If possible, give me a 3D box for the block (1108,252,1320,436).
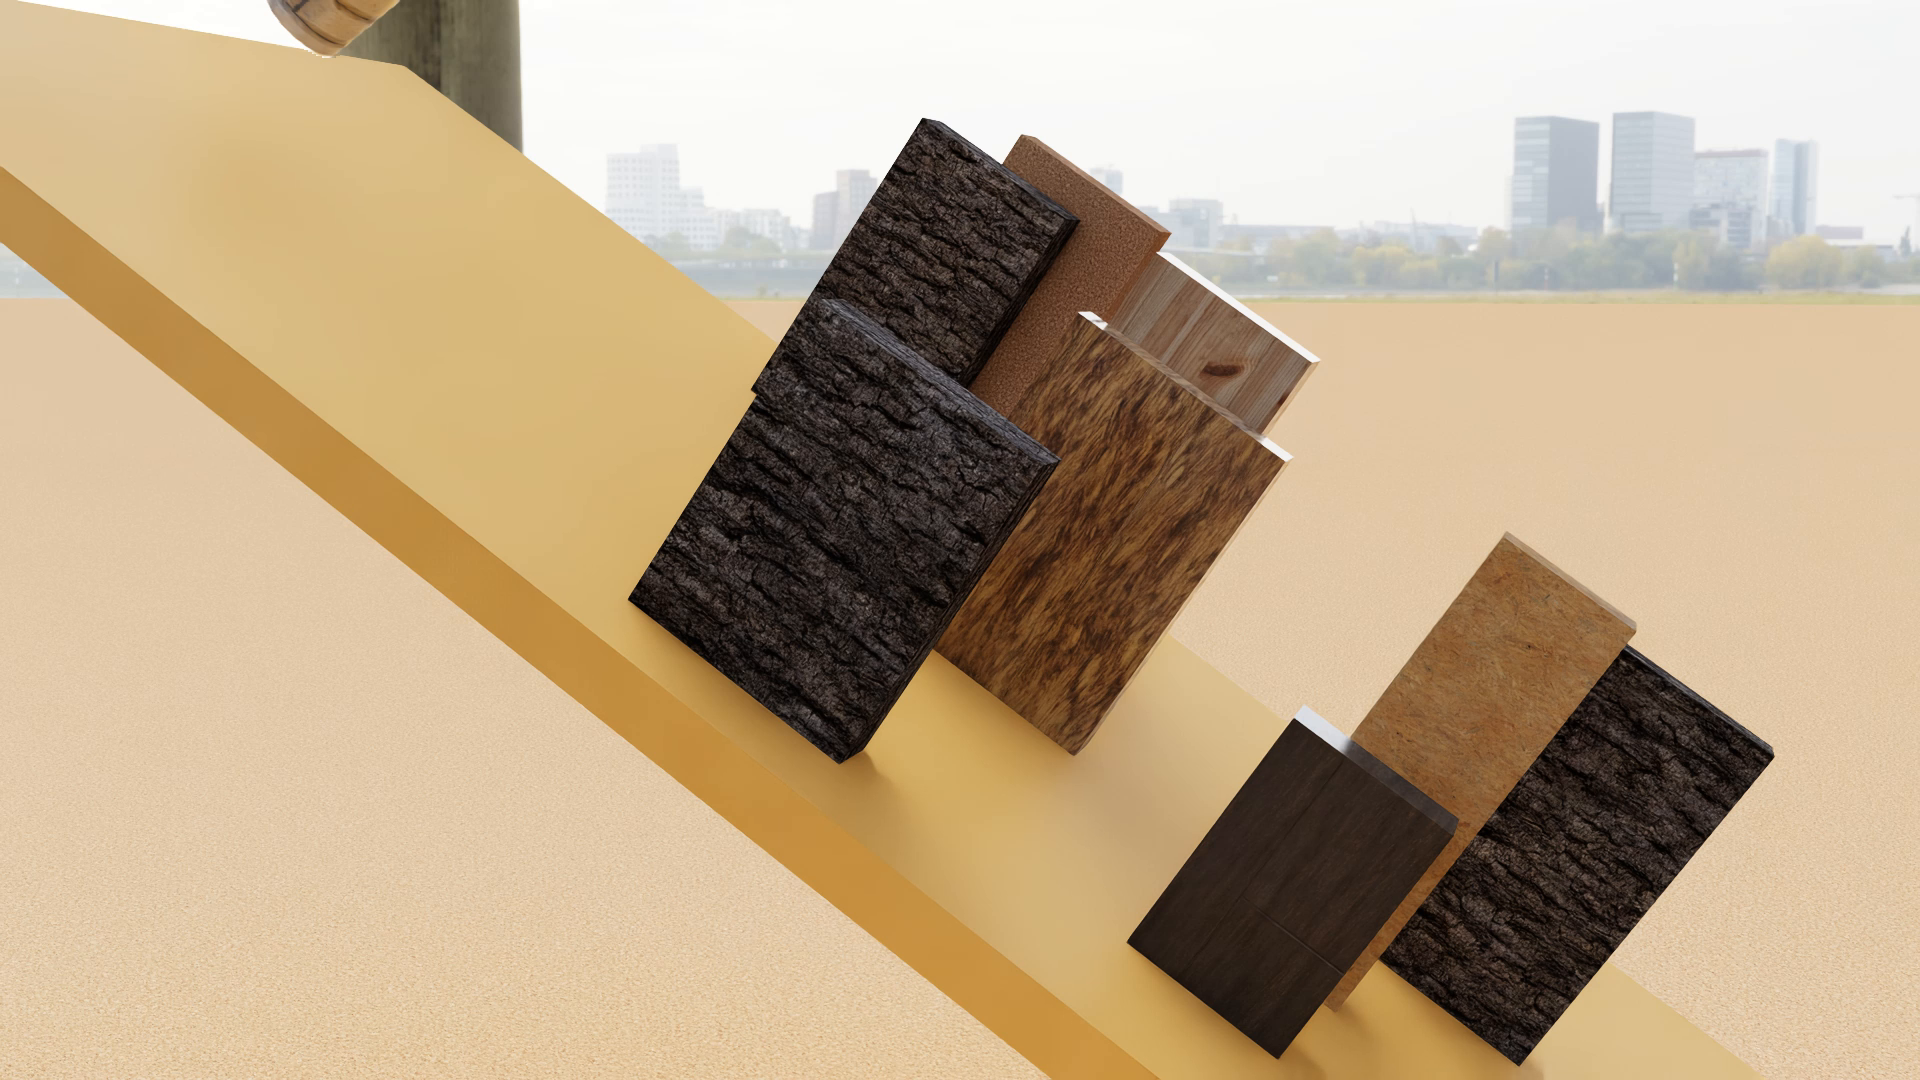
[{"bbox_3d":[0.331,-0.145,4.323,0.365,0.759,0.123,37,16,10],"label":"block"}]

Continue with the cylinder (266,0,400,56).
[{"bbox_3d":[-1.222,-1.095,4.314,0.205,0.205,0.205,-32,-5,21],"label":"cylinder"}]

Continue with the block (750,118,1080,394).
[{"bbox_3d":[-0.098,-0.493,4.637,0.369,0.686,0.131,37,16,10],"label":"block"}]

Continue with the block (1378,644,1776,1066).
[{"bbox_3d":[1.057,0.544,3.833,0.320,0.703,0.085,37,16,10],"label":"block"}]

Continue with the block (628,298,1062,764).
[{"bbox_3d":[-0.177,-0.014,3.280,0.412,0.549,0.110,37,16,10],"label":"block"}]

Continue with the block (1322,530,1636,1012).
[{"bbox_3d":[0.738,0.376,3.528,0.246,0.786,0.088,37,16,10],"label":"block"}]

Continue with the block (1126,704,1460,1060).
[{"bbox_3d":[0.495,0.510,3.286,0.282,0.436,0.104,37,16,10],"label":"block"}]

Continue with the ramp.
[{"bbox_3d":[-0.102,0.178,4.087,4.000,0.100,2.000,37,16,10],"label":"ramp"}]

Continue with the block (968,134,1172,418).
[{"bbox_3d":[0.084,-0.450,4.742,0.365,0.758,0.115,37,16,10],"label":"block"}]

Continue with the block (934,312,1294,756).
[{"bbox_3d":[0.217,-0.010,3.893,0.441,0.647,0.092,37,16,10],"label":"block"}]
